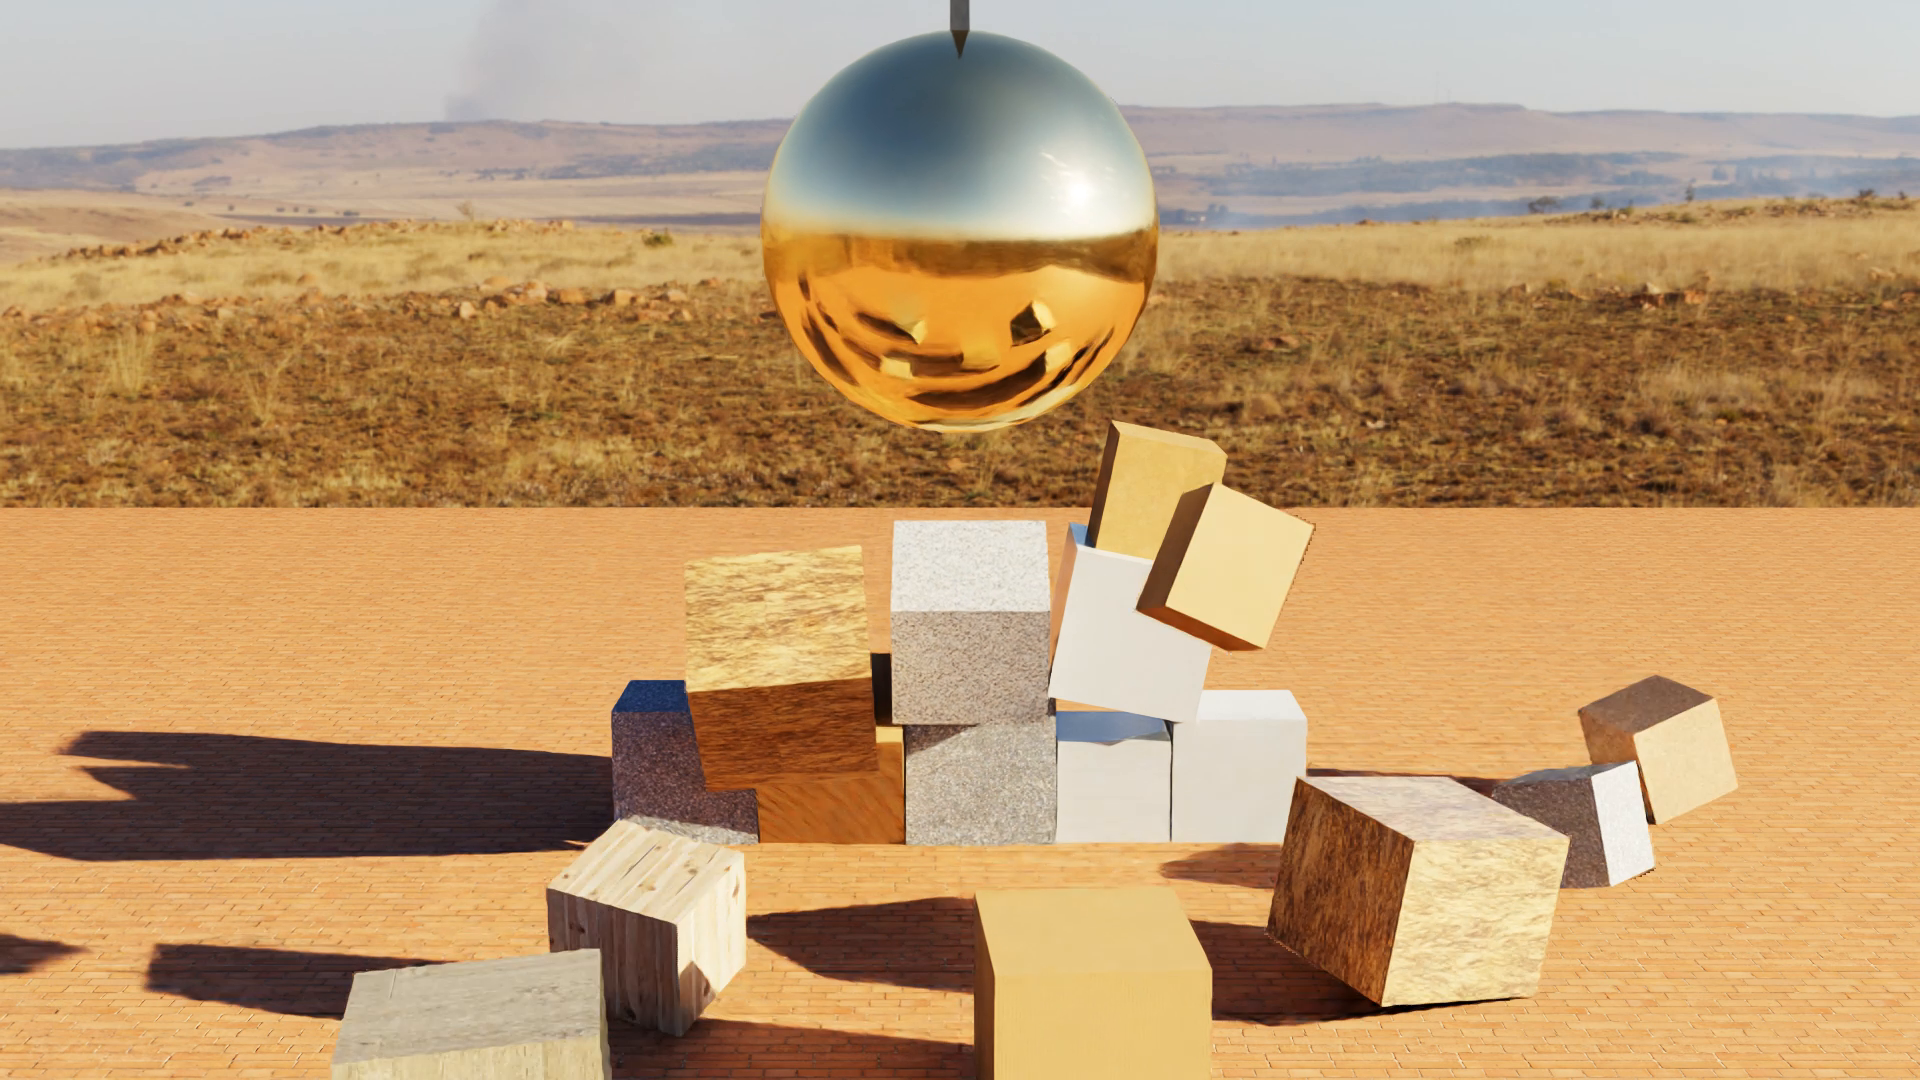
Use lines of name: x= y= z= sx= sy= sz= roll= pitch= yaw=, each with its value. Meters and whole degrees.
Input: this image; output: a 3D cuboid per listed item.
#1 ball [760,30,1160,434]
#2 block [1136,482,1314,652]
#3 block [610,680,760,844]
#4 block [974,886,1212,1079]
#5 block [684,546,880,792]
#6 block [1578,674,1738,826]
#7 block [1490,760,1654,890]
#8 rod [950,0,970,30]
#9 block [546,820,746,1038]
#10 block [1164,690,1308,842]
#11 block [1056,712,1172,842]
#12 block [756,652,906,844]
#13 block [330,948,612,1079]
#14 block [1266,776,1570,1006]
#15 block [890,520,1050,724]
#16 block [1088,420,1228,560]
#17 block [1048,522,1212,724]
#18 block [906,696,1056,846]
ball: x=0.000 y=-1.229 z=8.836 sx=1.600 sy=1.600 sz=1.600 roll=0 pitch=10 yaw=0
block: x=0.944 y=0.105 z=7.916 sx=0.387 sy=0.470 sz=0.466 roll=24 pitch=-7 yaw=-6
block: x=-1.382 y=1.139 z=11.366 sx=0.721 sy=0.692 sz=0.659 roll=0 pitch=10 yaw=0
block: x=0.460 y=1.739 z=7.974 sx=0.750 sy=0.699 sz=0.785 roll=-1 pitch=12 yaw=-5
block: x=-0.838 y=0.617 z=10.423 sx=0.828 sy=0.891 sz=0.736 roll=-5 pitch=54 yaw=-3
block: x=3.689 y=1.103 z=11.643 sx=0.501 sy=0.528 sz=0.537 roll=-22 pitch=15 yaw=-11
block: x=2.881 y=1.346 z=10.335 sx=0.504 sy=0.502 sz=0.502 roll=-12 pitch=-4 yaw=40
rod: x=0.000 y=-4.577 z=9.429 sx=0.080 sy=5.200 sz=0.080 roll=0 pitch=-10 yaw=0
block: x=-1.253 y=1.553 z=8.854 sx=0.586 sy=0.534 sz=0.547 roll=12 pitch=27 yaw=20
block: x=1.406 y=1.162 z=11.380 sx=0.671 sy=0.641 sz=0.597 roll=0 pitch=10 yaw=0
block: x=0.776 y=1.218 z=11.398 sx=0.571 sy=0.524 sz=0.609 roll=0 pitch=10 yaw=0
block: x=-0.643 y=1.056 z=11.184 sx=0.729 sy=0.691 sz=0.676 roll=0 pitch=37 yaw=1
block: x=-1.538 y=1.846 z=7.106 sx=0.804 sy=0.757 sz=0.681 roll=-5 pitch=13 yaw=-8
block: x=1.898 y=1.441 z=9.169 sx=0.829 sy=0.690 sz=0.771 roll=3 pitch=12 yaw=-30
block: x=0.049 y=0.402 z=10.871 sx=0.756 sy=0.698 sz=0.739 roll=0 pitch=36 yaw=0
block: x=0.990 y=-0.236 z=11.133 sx=0.542 sy=0.587 sz=0.532 roll=11 pitch=10 yaw=-3
block: x=0.870 y=0.412 z=11.245 sx=0.750 sy=0.750 sz=0.817 roll=11 pitch=10 yaw=-2
block: x=0.105 y=1.093 z=11.380 sx=0.752 sy=0.779 sz=0.726 roll=0 pitch=10 yaw=0
